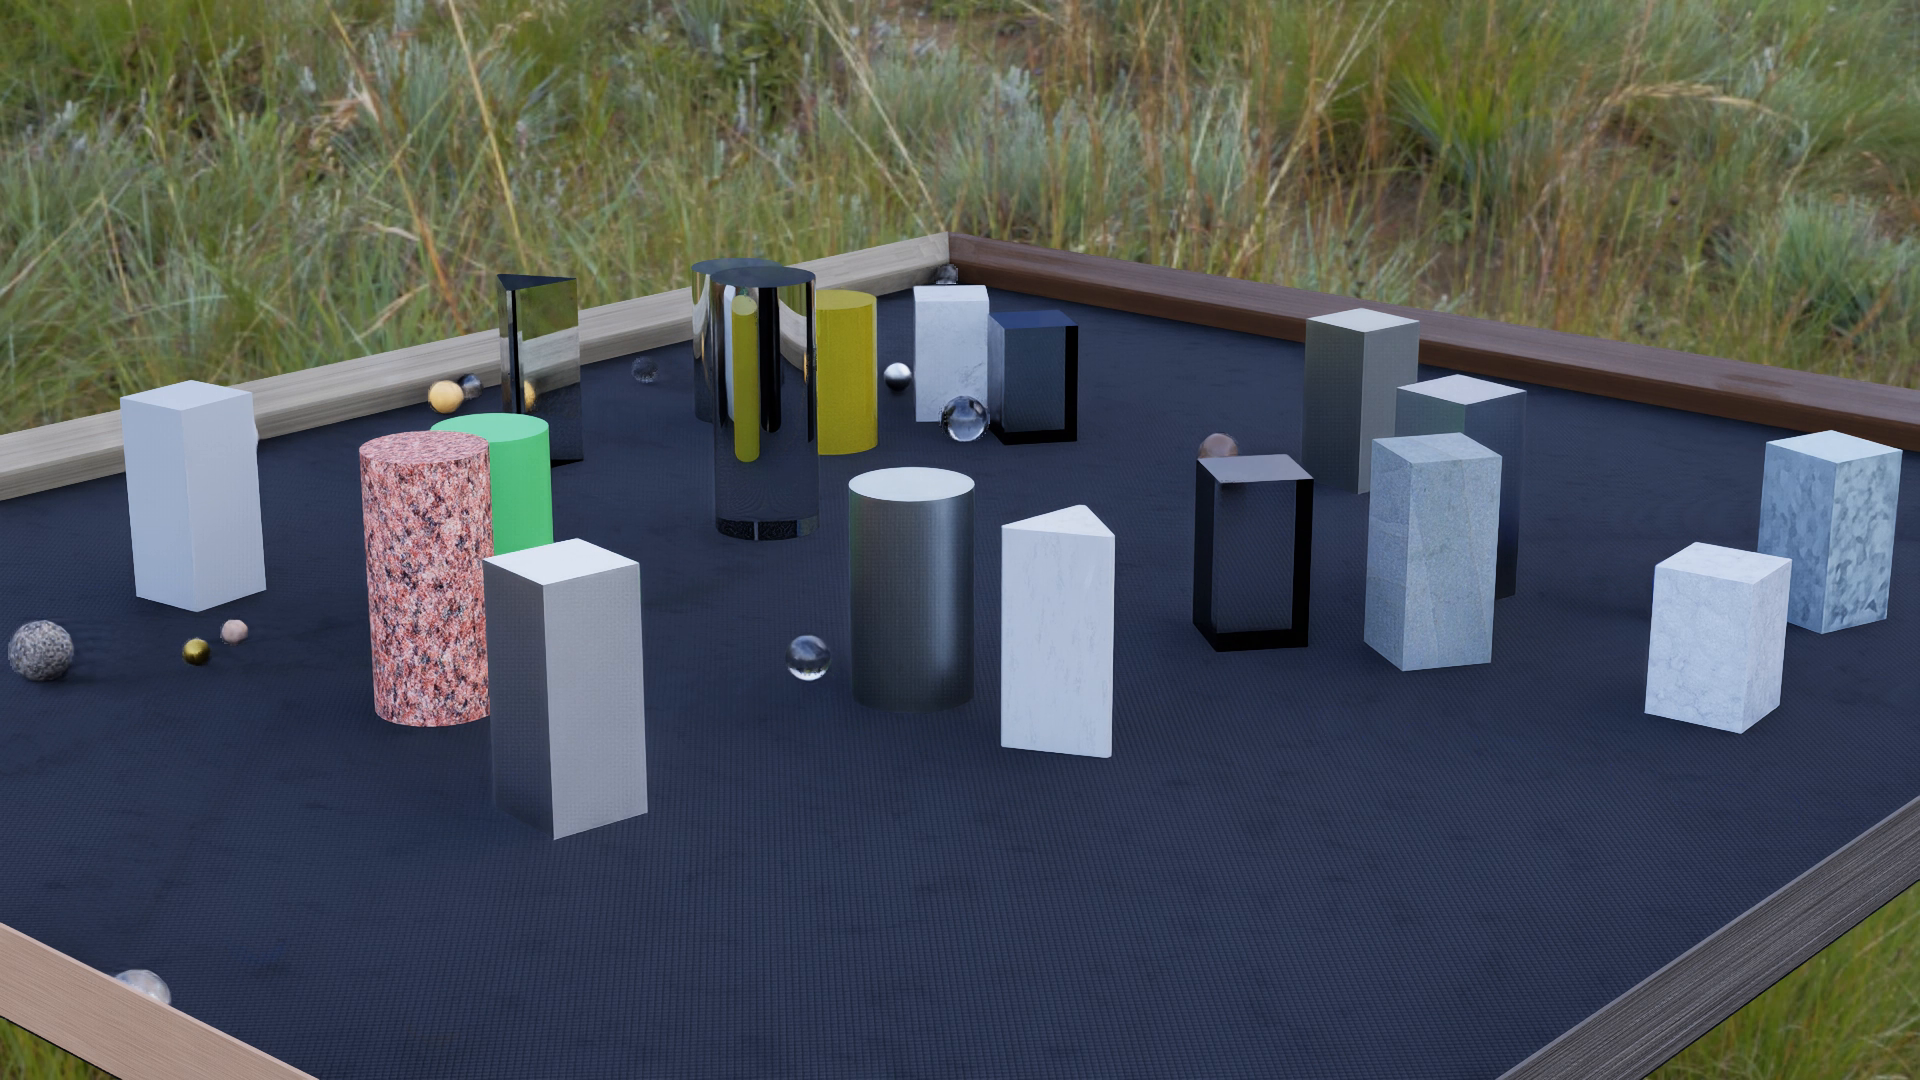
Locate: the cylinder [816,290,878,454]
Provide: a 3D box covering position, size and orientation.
[{"bbox_3d":[-0.269,-0.349,6.078,0.195,0.305,0.195,0,17,0],"label":"cylinder"}]

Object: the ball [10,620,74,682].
[{"bbox_3d":[-1.470,0.177,4.692,0.098,0.098,0.098,0,17,0],"label":"ball"}]

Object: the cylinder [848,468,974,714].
[{"bbox_3d":[-0.075,0.077,4.598,0.195,0.343,0.195,0,17,0],"label":"cylinder"}]

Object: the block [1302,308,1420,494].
[{"bbox_3d":[0.791,-0.277,5.804,0.156,0.325,0.156,-13,21,-37],"label":"block"}]

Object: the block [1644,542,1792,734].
[{"bbox_3d":[1.174,0.149,4.540,0.156,0.239,0.156,12,20,34],"label":"block"}]

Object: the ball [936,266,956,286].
[{"bbox_3d":[-0.036,-0.687,7.633,0.055,0.055,0.055,0,17,0],"label":"ball"}]

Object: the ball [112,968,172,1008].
[{"bbox_3d":[-0.978,0.551,3.481,0.082,0.082,0.082,0,17,0],"label":"ball"}]

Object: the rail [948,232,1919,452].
[{"bbox_3d":[1.310,-0.404,6.564,3.594,0.127,0.045,14,22,39],"label":"rail"}]

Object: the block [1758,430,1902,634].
[{"bbox_3d":[1.473,-0.015,4.985,0.156,0.298,0.156,-10,19,-30],"label":"block"}]

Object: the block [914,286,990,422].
[{"bbox_3d":[-0.020,-0.403,6.330,0.156,0.263,0.156,-1,17,-2],"label":"block"}]

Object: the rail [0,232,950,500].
[{"bbox_3d":[-1.339,-0.304,6.233,0.045,0.127,4.043,14,22,39],"label":"rail"}]

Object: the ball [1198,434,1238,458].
[{"bbox_3d":[0.517,-0.173,5.882,0.081,0.081,0.081,0,17,0],"label":"ball"}]

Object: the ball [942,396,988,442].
[{"bbox_3d":[0.009,-0.253,6.123,0.096,0.096,0.096,0,17,0],"label":"ball"}]

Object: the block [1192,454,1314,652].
[{"bbox_3d":[0.486,0.020,4.880,0.156,0.289,0.156,-3,17,-10],"label":"block"}]

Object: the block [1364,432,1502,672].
[{"bbox_3d":[0.770,0.018,4.787,0.156,0.348,0.156,-5,17,-15],"label":"block"}]

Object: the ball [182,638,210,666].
[{"bbox_3d":[-1.241,0.182,4.767,0.044,0.044,0.044,0,17,0],"label":"ball"}]

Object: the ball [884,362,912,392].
[{"bbox_3d":[-0.139,-0.363,6.542,0.064,0.064,0.064,0,17,0],"label":"ball"}]

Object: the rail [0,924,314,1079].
[{"bbox_3d":[-1.310,0.467,3.676,3.594,0.127,0.045,14,22,39],"label":"rail"}]

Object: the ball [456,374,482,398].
[{"bbox_3d":[-1.085,-0.338,6.478,0.054,0.054,0.054,0,17,0],"label":"ball"}]

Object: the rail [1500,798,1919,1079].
[{"bbox_3d":[1.339,0.367,4.007,0.045,0.127,4.043,14,22,39],"label":"rail"}]

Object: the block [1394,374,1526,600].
[{"bbox_3d":[0.862,-0.083,5.089,0.156,0.367,0.156,-13,21,-37],"label":"block"}]

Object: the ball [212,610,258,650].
[{"bbox_3d":[-1.205,0.152,4.872,0.072,0.072,0.072,0,17,0],"label":"ball"}]

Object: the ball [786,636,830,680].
[{"bbox_3d":[-0.243,0.189,4.698,0.072,0.072,0.072,0,17,0],"label":"ball"}]

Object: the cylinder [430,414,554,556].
[{"bbox_3d":[-0.786,-0.026,4.947,0.195,0.339,0.195,0,17,0],"label":"cylinder"}]

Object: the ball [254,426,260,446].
[{"bbox_3d":[-1.476,-0.210,6.018,0.072,0.072,0.072,0,17,0],"label":"ball"}]

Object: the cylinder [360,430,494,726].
[{"bbox_3d":[-0.817,0.058,4.532,0.195,0.418,0.195,0,17,0],"label":"cylinder"}]

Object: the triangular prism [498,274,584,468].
[{"bbox_3d":[-0.881,-0.342,5.930,0.147,0.377,0.169,16,23,43],"label":"triangular prism"}]

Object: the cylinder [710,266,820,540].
[{"bbox_3d":[-0.363,-0.256,5.469,0.195,0.479,0.195,0,17,0],"label":"cylinder"}]

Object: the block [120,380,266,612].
[{"bbox_3d":[-1.330,-0.078,5.090,0.156,0.357,0.156,11,20,33],"label":"block"}]

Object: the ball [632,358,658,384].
[{"bbox_3d":[-0.711,-0.383,6.620,0.057,0.057,0.057,0,17,0],"label":"ball"}]

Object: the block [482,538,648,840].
[{"bbox_3d":[-0.554,0.207,4.121,0.156,0.371,0.156,-14,22,-38],"label":"block"}]

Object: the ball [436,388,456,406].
[{"bbox_3d":[-1.112,-0.310,6.351,0.042,0.042,0.042,0,17,0],"label":"ball"}]

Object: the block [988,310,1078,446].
[{"bbox_3d":[0.151,-0.342,6.155,0.156,0.248,0.156,-4,17,-12],"label":"block"}]

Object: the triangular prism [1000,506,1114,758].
[{"bbox_3d":[0.164,0.132,4.414,0.169,0.344,0.147,5,17,16],"label":"triangular prism"}]

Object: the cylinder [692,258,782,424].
[{"bbox_3d":[-0.476,-0.428,6.308,0.195,0.324,0.195,0,17,0],"label":"cylinder"}]
